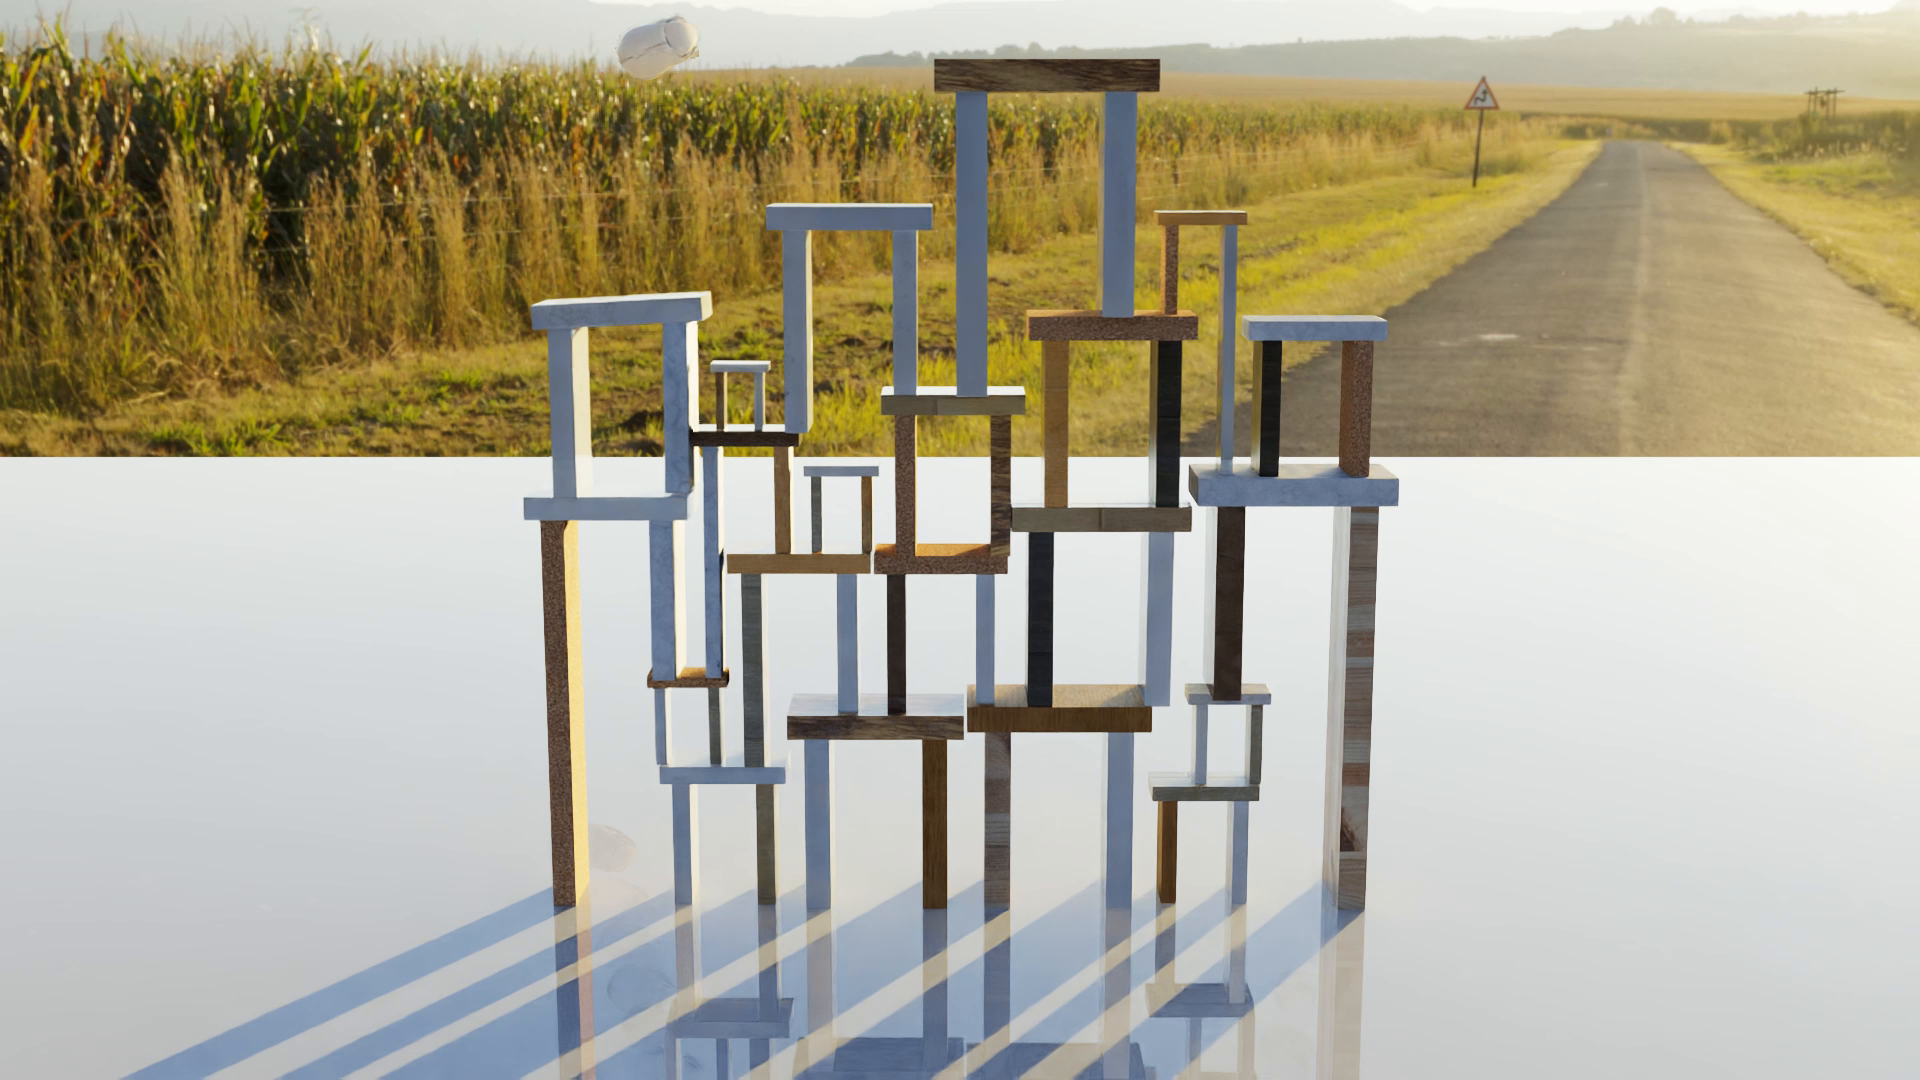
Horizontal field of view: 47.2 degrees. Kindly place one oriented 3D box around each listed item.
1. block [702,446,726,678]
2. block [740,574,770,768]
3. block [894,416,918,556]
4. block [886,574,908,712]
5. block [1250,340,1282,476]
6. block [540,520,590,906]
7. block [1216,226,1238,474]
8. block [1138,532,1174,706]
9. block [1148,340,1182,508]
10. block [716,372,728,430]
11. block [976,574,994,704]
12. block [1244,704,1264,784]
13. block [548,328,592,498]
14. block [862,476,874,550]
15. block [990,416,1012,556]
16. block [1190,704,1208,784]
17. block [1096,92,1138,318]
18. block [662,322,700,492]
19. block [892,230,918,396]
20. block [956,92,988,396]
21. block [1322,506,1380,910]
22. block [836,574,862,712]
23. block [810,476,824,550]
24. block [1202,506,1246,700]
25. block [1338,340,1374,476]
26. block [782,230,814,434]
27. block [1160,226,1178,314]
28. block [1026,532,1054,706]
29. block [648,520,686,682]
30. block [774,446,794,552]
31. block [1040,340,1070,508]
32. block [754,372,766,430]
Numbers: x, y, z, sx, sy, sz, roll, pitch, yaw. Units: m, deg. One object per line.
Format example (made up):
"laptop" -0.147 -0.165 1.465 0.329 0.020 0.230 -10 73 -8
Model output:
"block" -0.398 0.030 3.562 0.024 0.378 0.085 0 10 -1
"block" -0.334 0.201 3.600 0.033 0.321 0.115 0 11 0
"block" -0.087 -0.095 3.537 0.032 0.227 0.113 0 11 0
"block" -0.102 0.158 3.588 0.030 0.229 0.107 0 11 0
"block" 0.489 -0.216 3.515 0.030 0.215 0.108 0 11 0
"block" -0.648 0.273 3.616 0.037 0.642 0.130 0 11 0
"block" 0.424 -0.305 3.505 0.020 0.393 0.070 0 10 0
"block" 0.319 0.115 3.584 0.040 0.285 0.143 0 11 0
"block" 0.328 -0.194 3.521 0.037 0.264 0.132 0 11 0
"block" -0.381 -0.225 3.516 0.013 0.092 0.046 1 11 0
"block" 0.041 0.150 3.586 0.030 0.214 0.107 0 11 0
"block" 0.484 0.328 3.621 0.019 0.134 0.067 0 11 0
"block" -0.624 -0.210 3.522 0.038 0.266 0.133 0 10 1
"block" -0.150 -0.047 3.553 0.017 0.121 0.060 0 11 0
"block" 0.064 -0.096 3.537 0.032 0.227 0.113 0 11 0
"block" 0.394 0.328 3.621 0.019 0.134 0.067 0 11 0
"block" 0.246 -0.529 3.461 0.049 0.343 0.171 0 11 0
"block" -0.446 -0.217 3.519 0.038 0.266 0.133 0 9 0
"block" -0.086 -0.365 3.490 0.036 0.257 0.128 0 11 0
"block" 0.018 -0.469 3.473 0.049 0.466 0.171 0 11 0
"block" 0.639 0.261 3.609 0.045 0.668 0.158 0 11 0
"block" -0.181 0.156 3.592 0.033 0.230 0.115 0 11 0
"block" -0.230 -0.048 3.553 0.017 0.121 0.060 0 11 0
"block" 0.429 0.088 3.577 0.045 0.316 0.158 0 10 0
"block" 0.633 -0.216 3.515 0.030 0.215 0.108 0 11 0
"block" -0.257 -0.335 3.496 0.036 0.317 0.128 0 11 0
"block" 0.331 -0.429 3.479 0.020 0.140 0.070 0 11 -1
"block" 0.129 0.115 3.584 0.040 0.285 0.143 0 11 0
"block" -0.474 0.087 3.573 0.037 0.261 0.131 0 10 1
"block" -0.284 -0.072 3.544 0.024 0.171 0.086 0 11 0
"block" 0.152 -0.194 3.520 0.037 0.264 0.132 0 11 0
"block" -0.320 -0.225 3.517 0.013 0.092 0.046 1 11 0
